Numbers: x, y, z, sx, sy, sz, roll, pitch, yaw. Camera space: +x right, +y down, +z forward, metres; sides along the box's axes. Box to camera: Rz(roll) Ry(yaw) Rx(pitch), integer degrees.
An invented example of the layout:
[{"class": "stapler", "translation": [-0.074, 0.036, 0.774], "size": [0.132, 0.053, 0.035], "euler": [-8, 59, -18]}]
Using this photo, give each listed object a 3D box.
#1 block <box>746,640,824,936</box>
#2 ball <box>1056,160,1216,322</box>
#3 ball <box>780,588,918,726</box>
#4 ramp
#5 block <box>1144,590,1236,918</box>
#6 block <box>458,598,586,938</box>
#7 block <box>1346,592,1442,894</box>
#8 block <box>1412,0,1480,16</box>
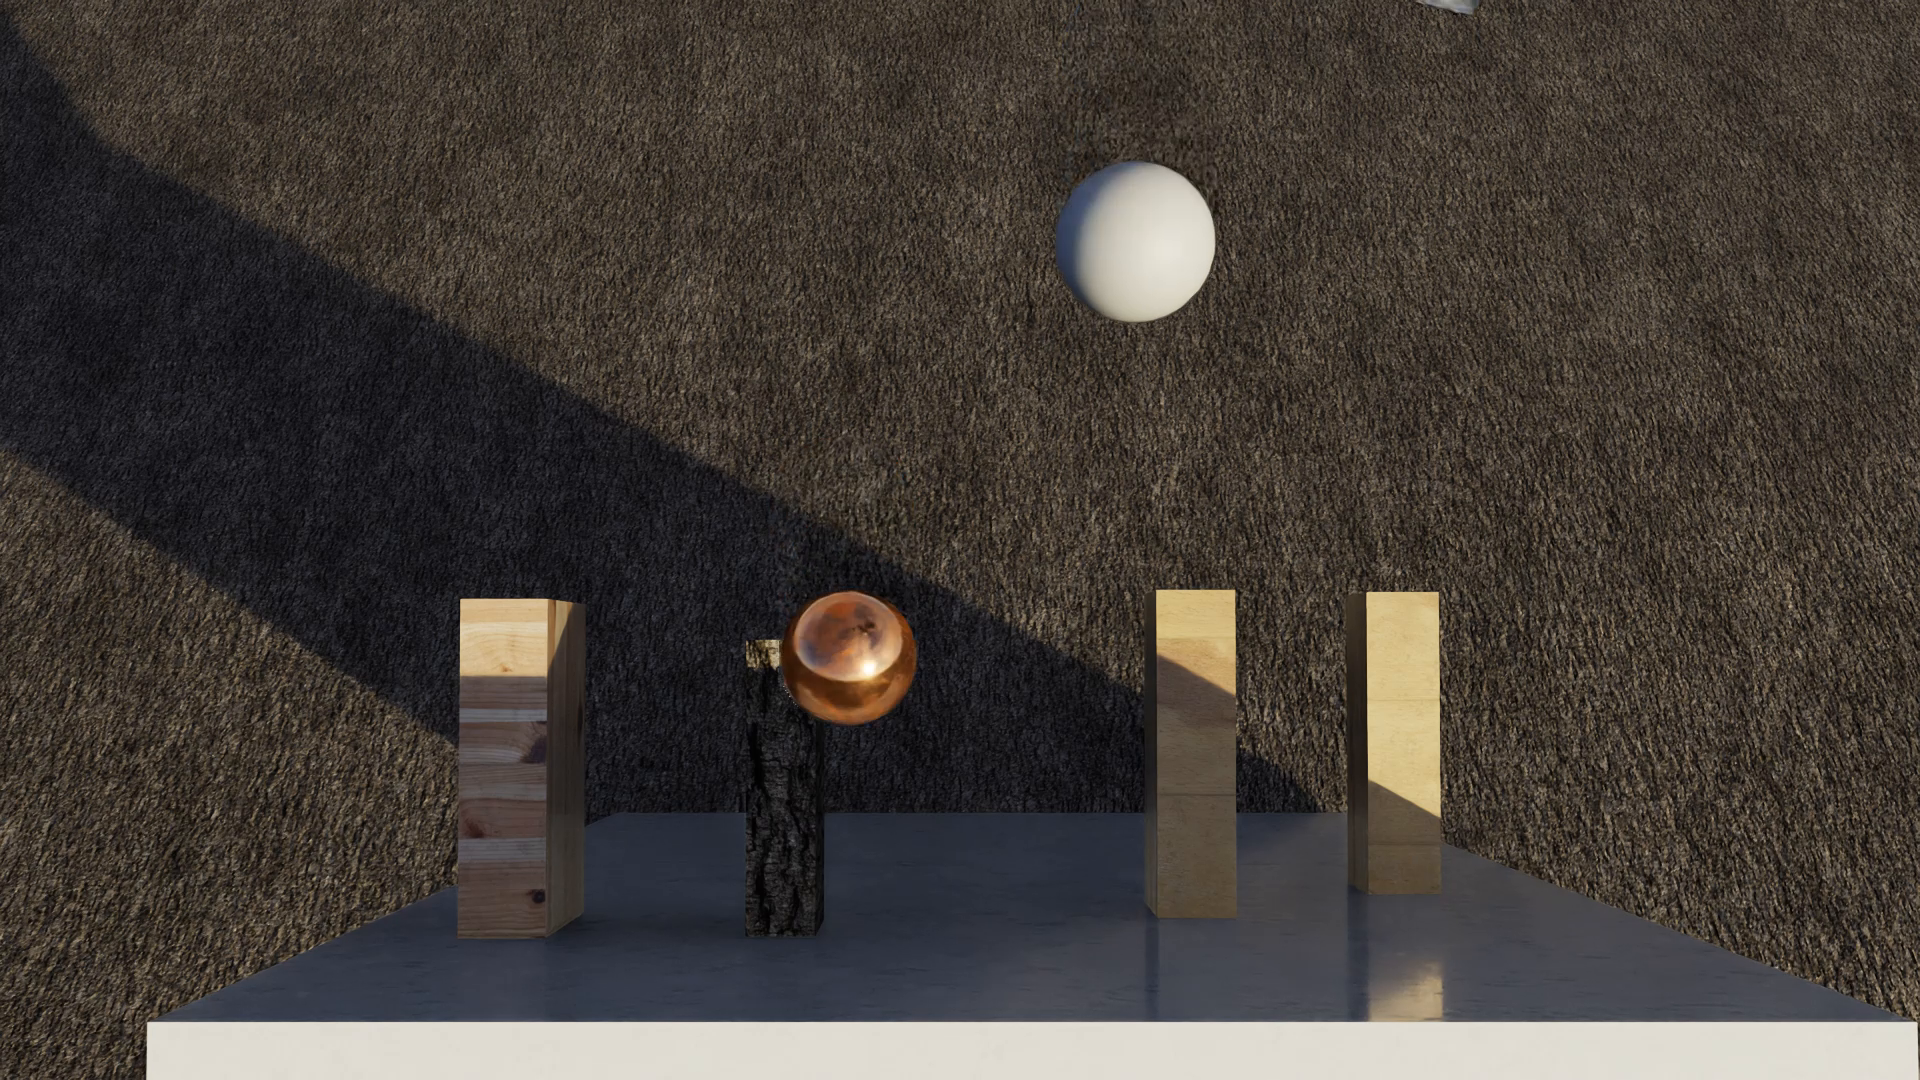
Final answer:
[{"class": "block", "translation": [-0.266, 0.373, 3.981], "size": [0.103, 0.438, 0.254], "euler": [0, -3, 0]}, {"class": "ball", "translation": [0.183, -0.312, 2.723], "size": [0.168, 0.168, 0.168], "euler": [0, 37, 0]}, {"class": "ball", "translation": [-0.127, 0.133, 2.965], "size": [0.156, 0.156, 0.156], "euler": [0, 37, 0]}, {"class": "ramp", "translation": [0.082, 0.686, 4.936], "size": [2.000, 0.100, 4.000], "euler": [0, -3, 0]}, {"class": "block", "translation": [0.376, 0.345, 4.268], "size": [0.125, 0.520, 0.273], "euler": [0, -3, 0]}, {"class": "block", "translation": [-0.673, 0.345, 4.024], "size": [0.129, 0.498, 0.393], "euler": [0, -3, 0]}, {"class": "block", "translation": [0.776, 0.360, 4.669], "size": [0.126, 0.527, 0.243], "euler": [0, -3, 0]}, {"class": "block", "translation": [0.400, -0.603, 2.317], "size": [0.170, 0.170, 0.170], "euler": [19, 76, 21]}]
